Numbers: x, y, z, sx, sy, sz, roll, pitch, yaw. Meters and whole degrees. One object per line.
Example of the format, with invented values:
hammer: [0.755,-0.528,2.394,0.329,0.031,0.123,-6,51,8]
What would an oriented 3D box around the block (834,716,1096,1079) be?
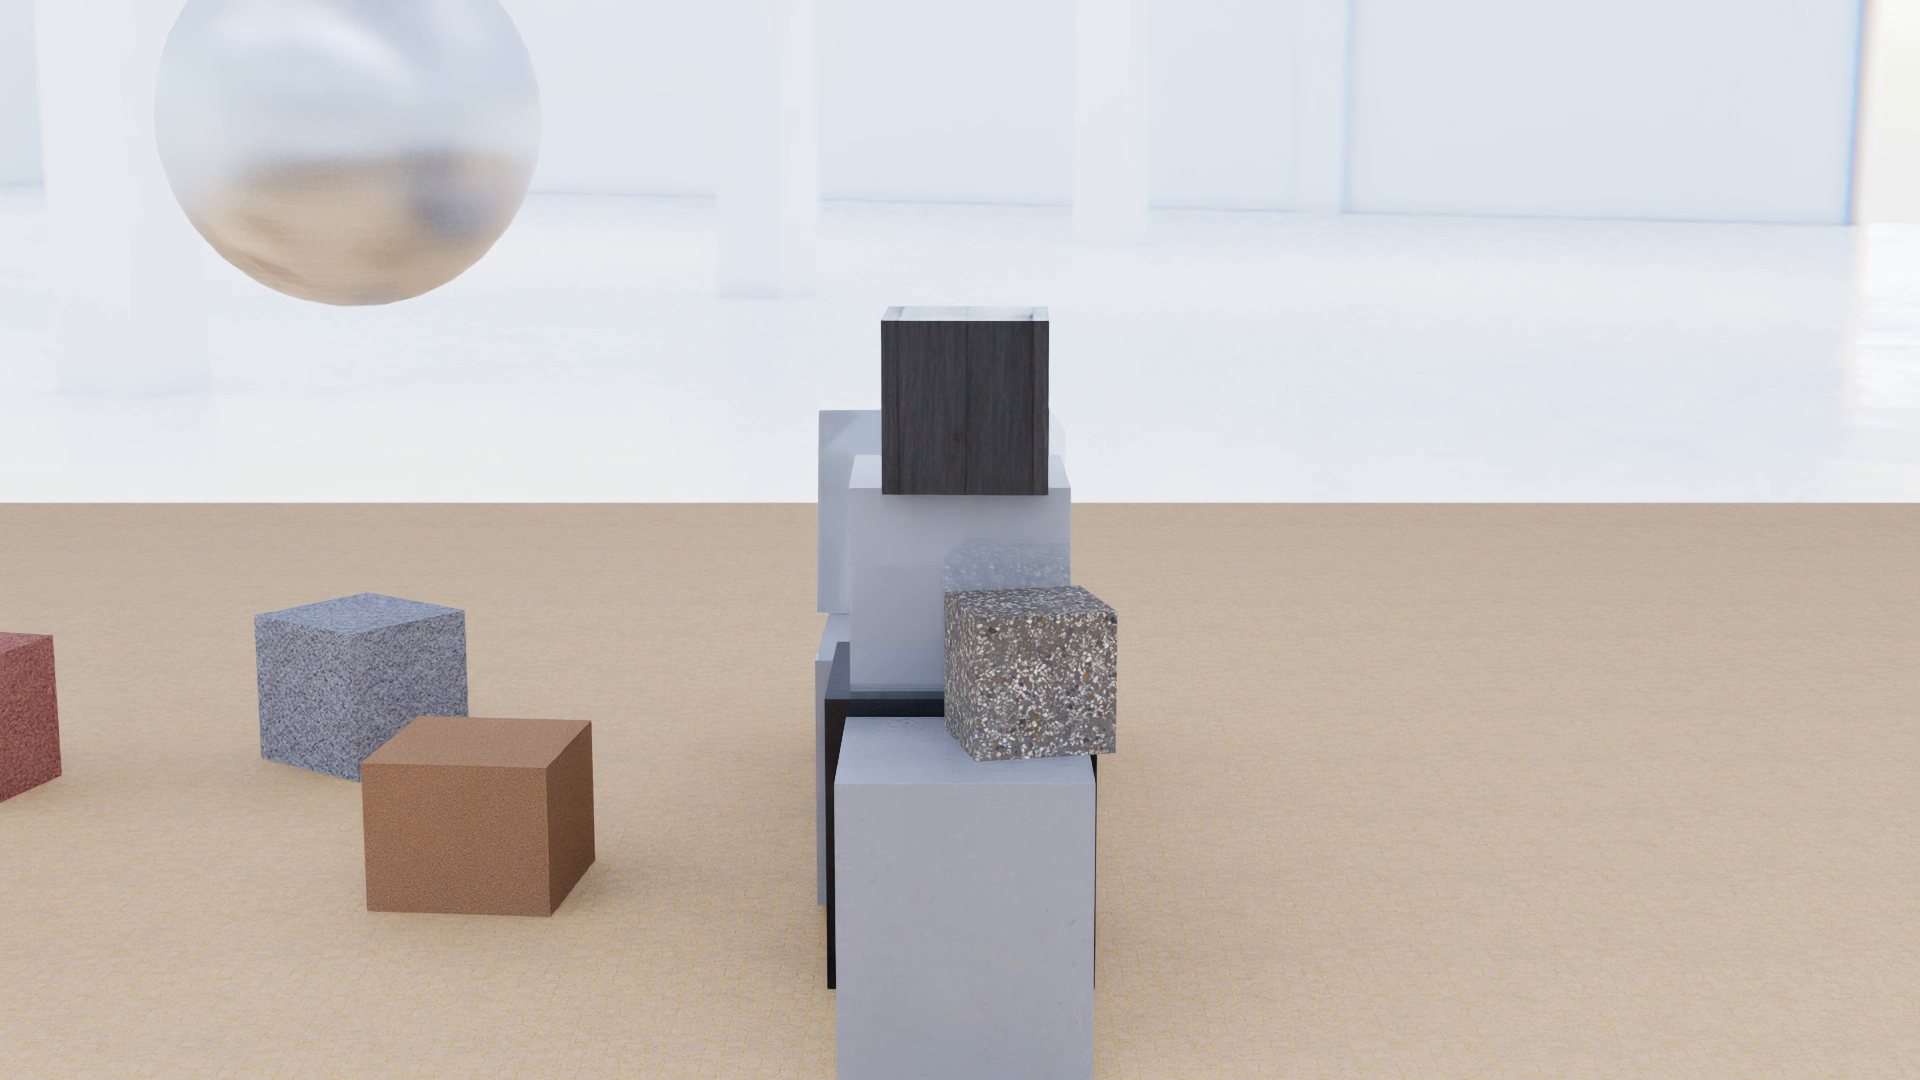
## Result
block: [0.017,1.294,9.400,0.901,1.091,0.935,0,10,0]

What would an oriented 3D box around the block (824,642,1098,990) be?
block: [0.005,1.085,10.358,1.040,1.159,1.004,0,10,0]

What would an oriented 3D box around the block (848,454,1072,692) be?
block: [-0.005,0.116,10.237,0.845,0.793,0.862,0,10,-1]

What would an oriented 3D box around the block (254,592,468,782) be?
block: [-3.099,0.749,13.322,0.763,0.760,0.746,8,13,36]

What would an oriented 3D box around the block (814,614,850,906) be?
block: [-0.093,0.950,11.340,1.022,1.074,0.955,0,10,1]

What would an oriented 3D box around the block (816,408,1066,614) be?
block: [-0.066,-0.103,12.184,1.061,0.929,1.008,0,-3,7]

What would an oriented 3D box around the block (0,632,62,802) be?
block: [-4.975,0.877,12.713,0.697,0.727,0.667,3,11,15]

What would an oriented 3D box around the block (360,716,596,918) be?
block: [-2.084,1.192,11.193,0.794,0.650,0.806,1,10,5]

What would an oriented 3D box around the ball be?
ball: [-2.579,-1.788,10.855,1.600,1.600,1.600,0,10,0]

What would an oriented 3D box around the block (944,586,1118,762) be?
block: [0.252,0.480,9.372,0.520,0.520,0.491,-2,11,-13]

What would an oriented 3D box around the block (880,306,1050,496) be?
block: [0.025,-0.542,9.813,0.623,0.652,0.591,0,10,1]
